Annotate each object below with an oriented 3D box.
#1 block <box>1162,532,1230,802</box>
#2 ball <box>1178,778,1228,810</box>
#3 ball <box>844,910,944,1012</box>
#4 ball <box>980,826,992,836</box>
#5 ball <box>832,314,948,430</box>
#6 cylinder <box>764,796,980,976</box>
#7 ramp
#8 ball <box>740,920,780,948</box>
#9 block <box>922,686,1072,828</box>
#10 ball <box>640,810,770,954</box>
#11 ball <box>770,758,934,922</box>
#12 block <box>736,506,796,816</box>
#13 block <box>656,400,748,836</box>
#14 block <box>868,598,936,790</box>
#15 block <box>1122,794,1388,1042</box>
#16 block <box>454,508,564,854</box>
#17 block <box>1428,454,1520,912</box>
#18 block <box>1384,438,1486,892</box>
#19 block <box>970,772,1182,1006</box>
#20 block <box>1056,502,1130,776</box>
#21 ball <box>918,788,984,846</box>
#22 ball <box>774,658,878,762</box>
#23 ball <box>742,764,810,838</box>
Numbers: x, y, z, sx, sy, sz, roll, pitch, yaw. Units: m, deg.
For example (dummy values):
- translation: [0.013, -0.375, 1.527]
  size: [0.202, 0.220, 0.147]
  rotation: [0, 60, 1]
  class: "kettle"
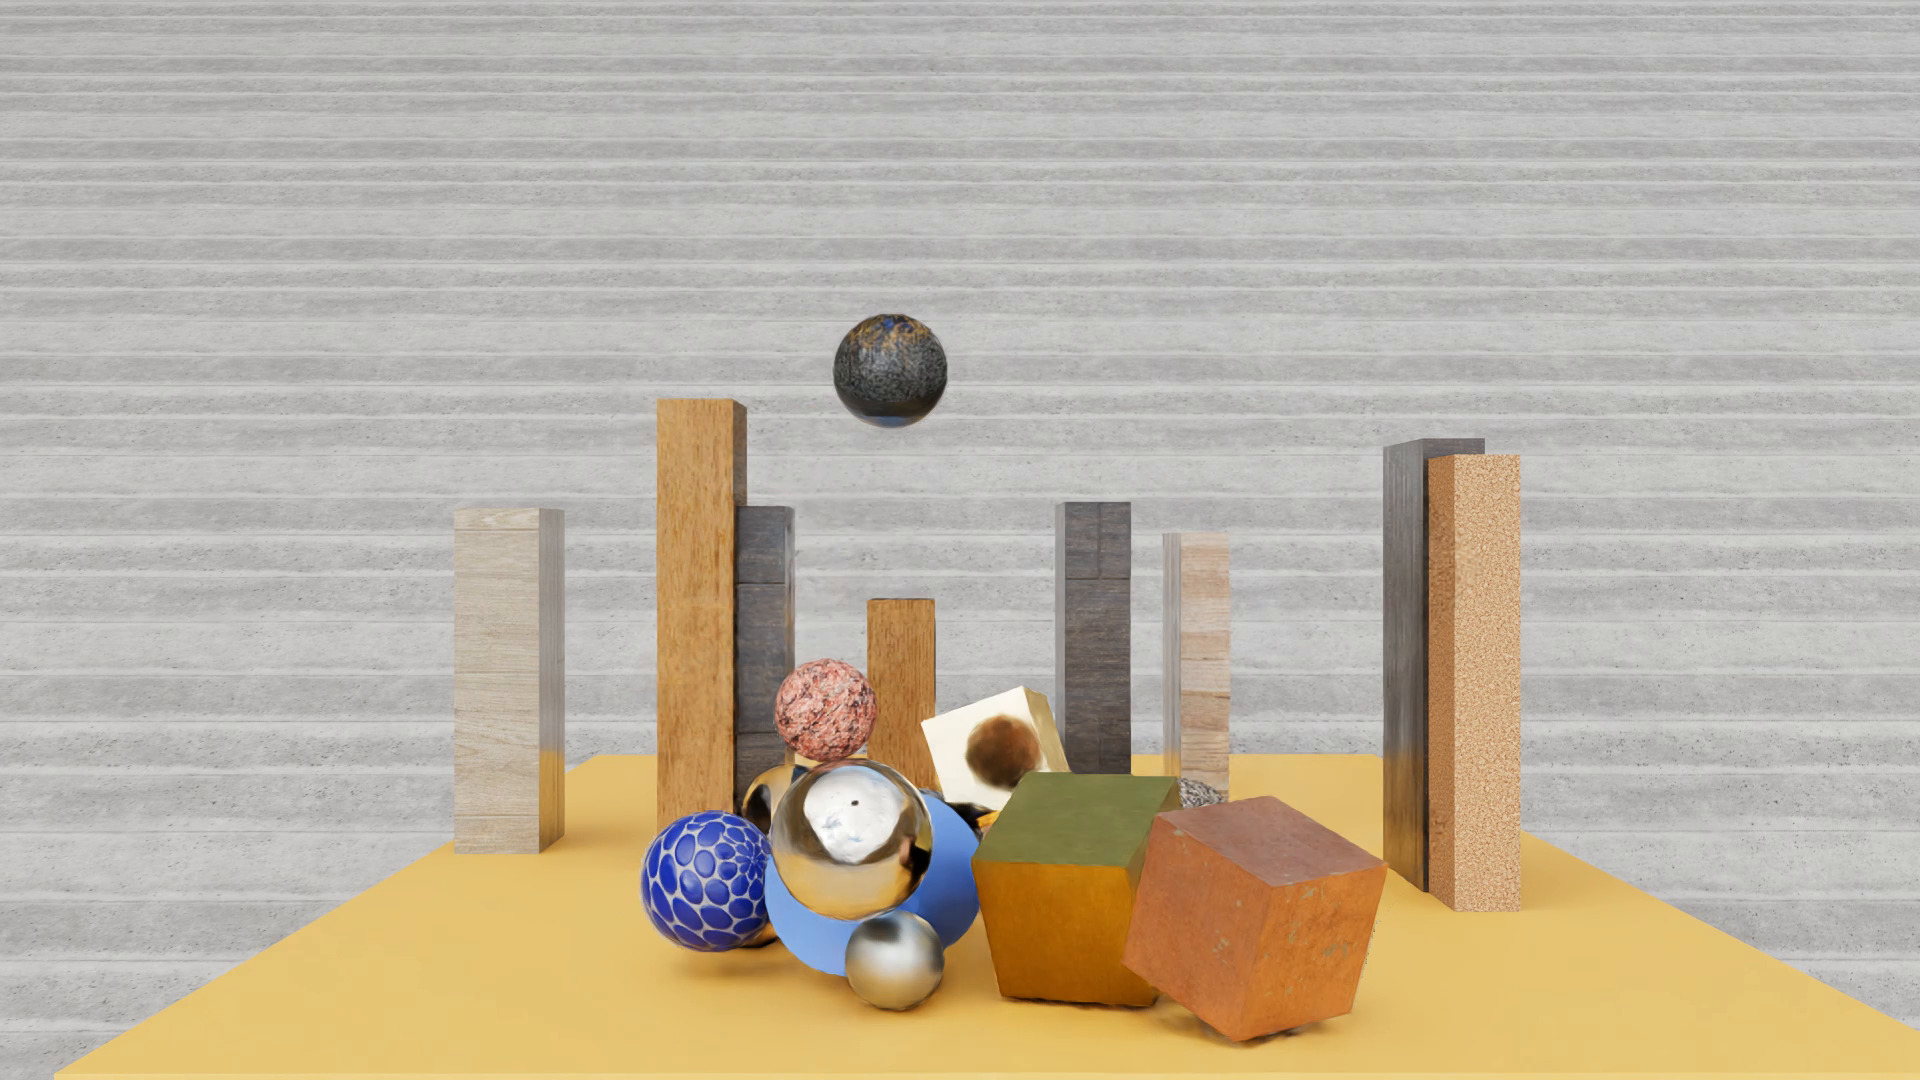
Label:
- translation: [0.463, 0.268, 5.103]
  size: [0.093, 0.565, 0.444]
  rotation: [0, 0, 0]
  class: "block"
- translation: [0.329, 0.454, 3.887]
  size: [0.191, 0.191, 0.191]
  rotation: [0, 30, 0]
  class: "ball"
- translation: [-0.077, 0.490, 3.019]
  size: [0.117, 0.117, 0.117]
  rotation: [0, 30, 0]
  class: "ball"
- translation: [0.106, 0.465, 4.343]
  size: [0.170, 0.170, 0.170]
  rotation: [0, 30, 0]
  class: "ball"
- translation: [-0.069, -0.168, 2.570]
  size: [0.115, 0.115, 0.115]
  rotation: [0, 30, 0]
  class: "ball"
- translation: [-0.103, 0.425, 3.217]
  size: [0.208, 0.208, 0.208]
  rotation: [14, 3, 22]
  class: "cylinder"
- translation: [0.067, 0.600, 4.661]
  size: [2.000, 0.100, 4.000]
  rotation: [0, 0, 0]
  class: "ramp"
- translation: [-0.283, 0.484, 3.481]
  size: [0.131, 0.131, 0.131]
  rotation: [0, 30, 0]
  class: "ball"
- translation: [0.055, 0.297, 3.506]
  size: [0.146, 0.146, 0.146]
  rotation: [-20, -12, 11]
  class: "block"
- translation: [-0.313, 0.431, 3.261]
  size: [0.179, 0.179, 0.179]
  rotation: [0, 30, 0]
  class: "ball"
- translation: [-0.123, 0.340, 2.940]
  size: [0.186, 0.186, 0.186]
  rotation: [0, 30, 0]
  class: "ball"
- translation: [-0.359, 0.247, 4.473]
  size: [0.132, 0.607, 0.275]
  rotation: [0, 0, 0]
  class: "block"
- translation: [-0.438, 0.159, 4.415]
  size: [0.127, 0.783, 0.278]
  rotation: [0, 0, 0]
  class: "block"
- translation: [-0.125, 0.340, 5.654]
  size: [0.141, 0.422, 0.338]
  rotation: [0, 0, 0]
  class: "block"
- translation: [0.327, 0.416, 2.879]
  size: [0.185, 0.185, 0.185]
  rotation: [-4, 22, -40]
  class: "block"
- translation: [-0.812, 0.247, 4.686]
  size: [0.148, 0.607, 0.300]
  rotation: [0, 0, 0]
  class: "block"
- translation: [0.779, 0.212, 4.003]
  size: [0.097, 0.675, 0.365]
  rotation: [0, 0, 0]
  class: "block"
- translation: [0.770, 0.196, 4.218]
  size: [0.097, 0.708, 0.374]
  rotation: [0, 0, 0]
  class: "block"
- translation: [0.152, 0.410, 3.065]
  size: [0.192, 0.192, 0.192]
  rotation: [0, 27, 24]
  class: "block"
- translation: [0.244, 0.241, 4.827]
  size: [0.117, 0.618, 0.433]
  rotation: [0, 0, 0]
  class: "block"
- translation: [-0.063, 0.448, 3.609]
  size: [0.204, 0.204, 0.204]
  rotation: [0, 30, 0]
  class: "ball"
- translation: [-0.157, 0.199, 3.027]
  size: [0.121, 0.121, 0.121]
  rotation: [0, 30, 0]
  class: "ball"
- translation: [-0.278, 0.449, 4.254]
  size: [0.162, 0.162, 0.162]
  rotation: [0, 30, 0]
  class: "ball"
